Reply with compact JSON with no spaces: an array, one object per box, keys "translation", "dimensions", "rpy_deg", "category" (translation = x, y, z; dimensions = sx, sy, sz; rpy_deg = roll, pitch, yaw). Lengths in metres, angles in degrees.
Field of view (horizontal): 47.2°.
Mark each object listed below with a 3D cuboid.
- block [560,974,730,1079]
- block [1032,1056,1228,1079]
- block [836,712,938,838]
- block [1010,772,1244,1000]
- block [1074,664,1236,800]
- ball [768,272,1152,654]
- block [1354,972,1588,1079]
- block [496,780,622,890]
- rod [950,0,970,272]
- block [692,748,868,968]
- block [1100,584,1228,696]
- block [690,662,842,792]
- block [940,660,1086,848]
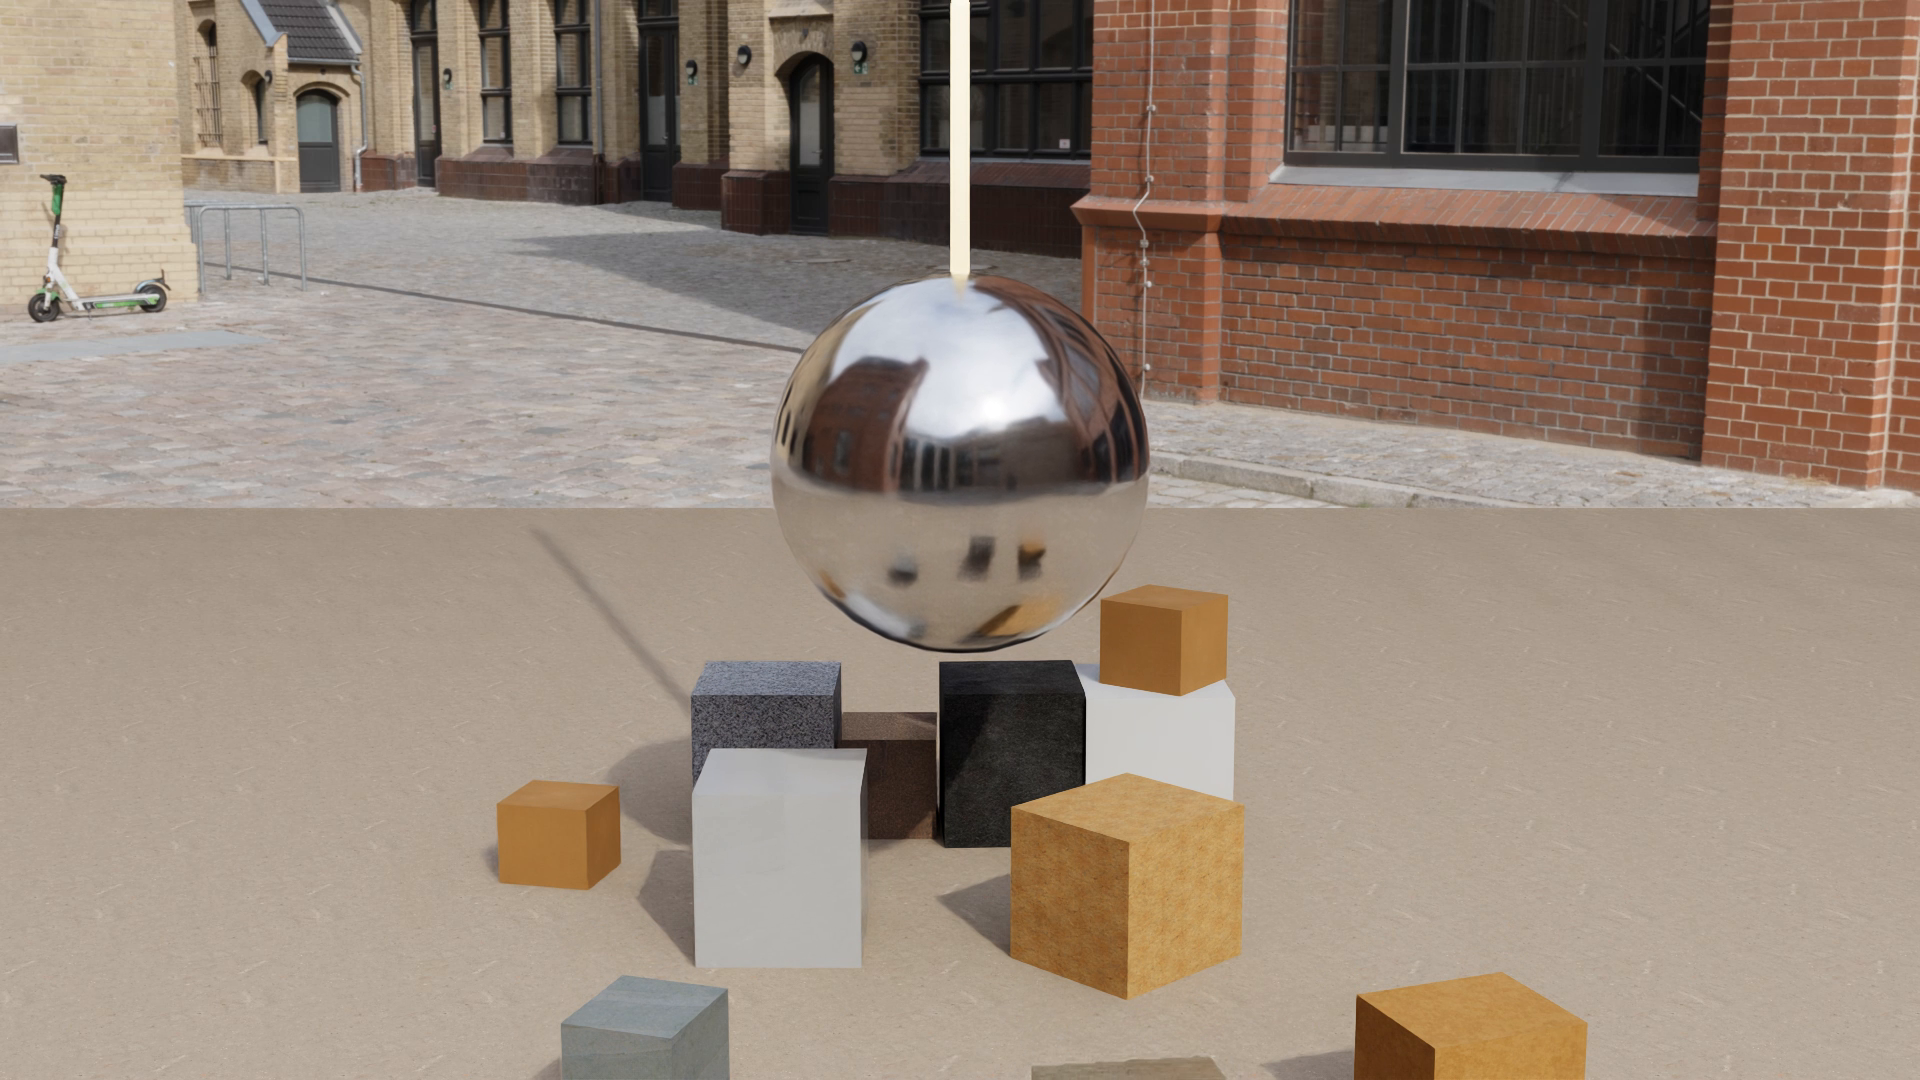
[{"translation":[-1.136,1.891,7.991],"dimensions":[0.430,0.421,0.483],"rpy_deg":[3,11,18],"category":"block"},{"translation":[0.568,2.000,6.887],"dimensions":[0.590,0.559,0.583],"rpy_deg":[-1,6,-8],"category":"block"},{"translation":[-0.371,1.216,11.415],"dimensions":[0.501,0.523,0.544],"rpy_deg":[0,10,0],"category":"block"},{"translation":[0.724,1.479,9.527],"dimensions":[0.749,0.682,0.676],"rpy_deg":[-10,14,-43],"category":"block"},{"translation":[0.985,1.101,11.354],"dimensions":[0.741,0.772,0.752],"rpy_deg":[0,10,-2],"category":"block"},{"translation":[0.000,-0.322,9.235],"dimensions":[1.600,1.600,1.600],"rpy_deg":[0,10,0],"category":"ball"},{"translation":[1.781,1.890,7.722],"dimensions":[0.609,0.518,0.505],"rpy_deg":[-4,11,-20],"category":"block"},{"translation":[-1.935,1.423,10.640],"dimensions":[0.454,0.394,0.413],"rpy_deg":[2,11,13],"category":"block"},{"translation":[0.000,-3.691,9.692],"dimensions":[0.080,5.200,0.080],"rpy_deg":[0,-8,0],"category":"rod"},{"translation":[-0.779,1.394,9.737],"dimensions":[0.713,0.772,0.721],"rpy_deg":[0,10,0],"category":"block"},{"translation":[1.043,0.506,11.244],"dimensions":[0.473,0.438,0.473],"rpy_deg":[7,13,35],"category":"block"},{"translation":[-0.988,1.091,11.395],"dimensions":[0.711,0.777,0.723],"rpy_deg":[0,10,0],"category":"block"},{"translation":[0.257,1.092,11.339],"dimensions":[0.702,0.795,0.706],"rpy_deg":[0,10,-3],"category":"block"}]
